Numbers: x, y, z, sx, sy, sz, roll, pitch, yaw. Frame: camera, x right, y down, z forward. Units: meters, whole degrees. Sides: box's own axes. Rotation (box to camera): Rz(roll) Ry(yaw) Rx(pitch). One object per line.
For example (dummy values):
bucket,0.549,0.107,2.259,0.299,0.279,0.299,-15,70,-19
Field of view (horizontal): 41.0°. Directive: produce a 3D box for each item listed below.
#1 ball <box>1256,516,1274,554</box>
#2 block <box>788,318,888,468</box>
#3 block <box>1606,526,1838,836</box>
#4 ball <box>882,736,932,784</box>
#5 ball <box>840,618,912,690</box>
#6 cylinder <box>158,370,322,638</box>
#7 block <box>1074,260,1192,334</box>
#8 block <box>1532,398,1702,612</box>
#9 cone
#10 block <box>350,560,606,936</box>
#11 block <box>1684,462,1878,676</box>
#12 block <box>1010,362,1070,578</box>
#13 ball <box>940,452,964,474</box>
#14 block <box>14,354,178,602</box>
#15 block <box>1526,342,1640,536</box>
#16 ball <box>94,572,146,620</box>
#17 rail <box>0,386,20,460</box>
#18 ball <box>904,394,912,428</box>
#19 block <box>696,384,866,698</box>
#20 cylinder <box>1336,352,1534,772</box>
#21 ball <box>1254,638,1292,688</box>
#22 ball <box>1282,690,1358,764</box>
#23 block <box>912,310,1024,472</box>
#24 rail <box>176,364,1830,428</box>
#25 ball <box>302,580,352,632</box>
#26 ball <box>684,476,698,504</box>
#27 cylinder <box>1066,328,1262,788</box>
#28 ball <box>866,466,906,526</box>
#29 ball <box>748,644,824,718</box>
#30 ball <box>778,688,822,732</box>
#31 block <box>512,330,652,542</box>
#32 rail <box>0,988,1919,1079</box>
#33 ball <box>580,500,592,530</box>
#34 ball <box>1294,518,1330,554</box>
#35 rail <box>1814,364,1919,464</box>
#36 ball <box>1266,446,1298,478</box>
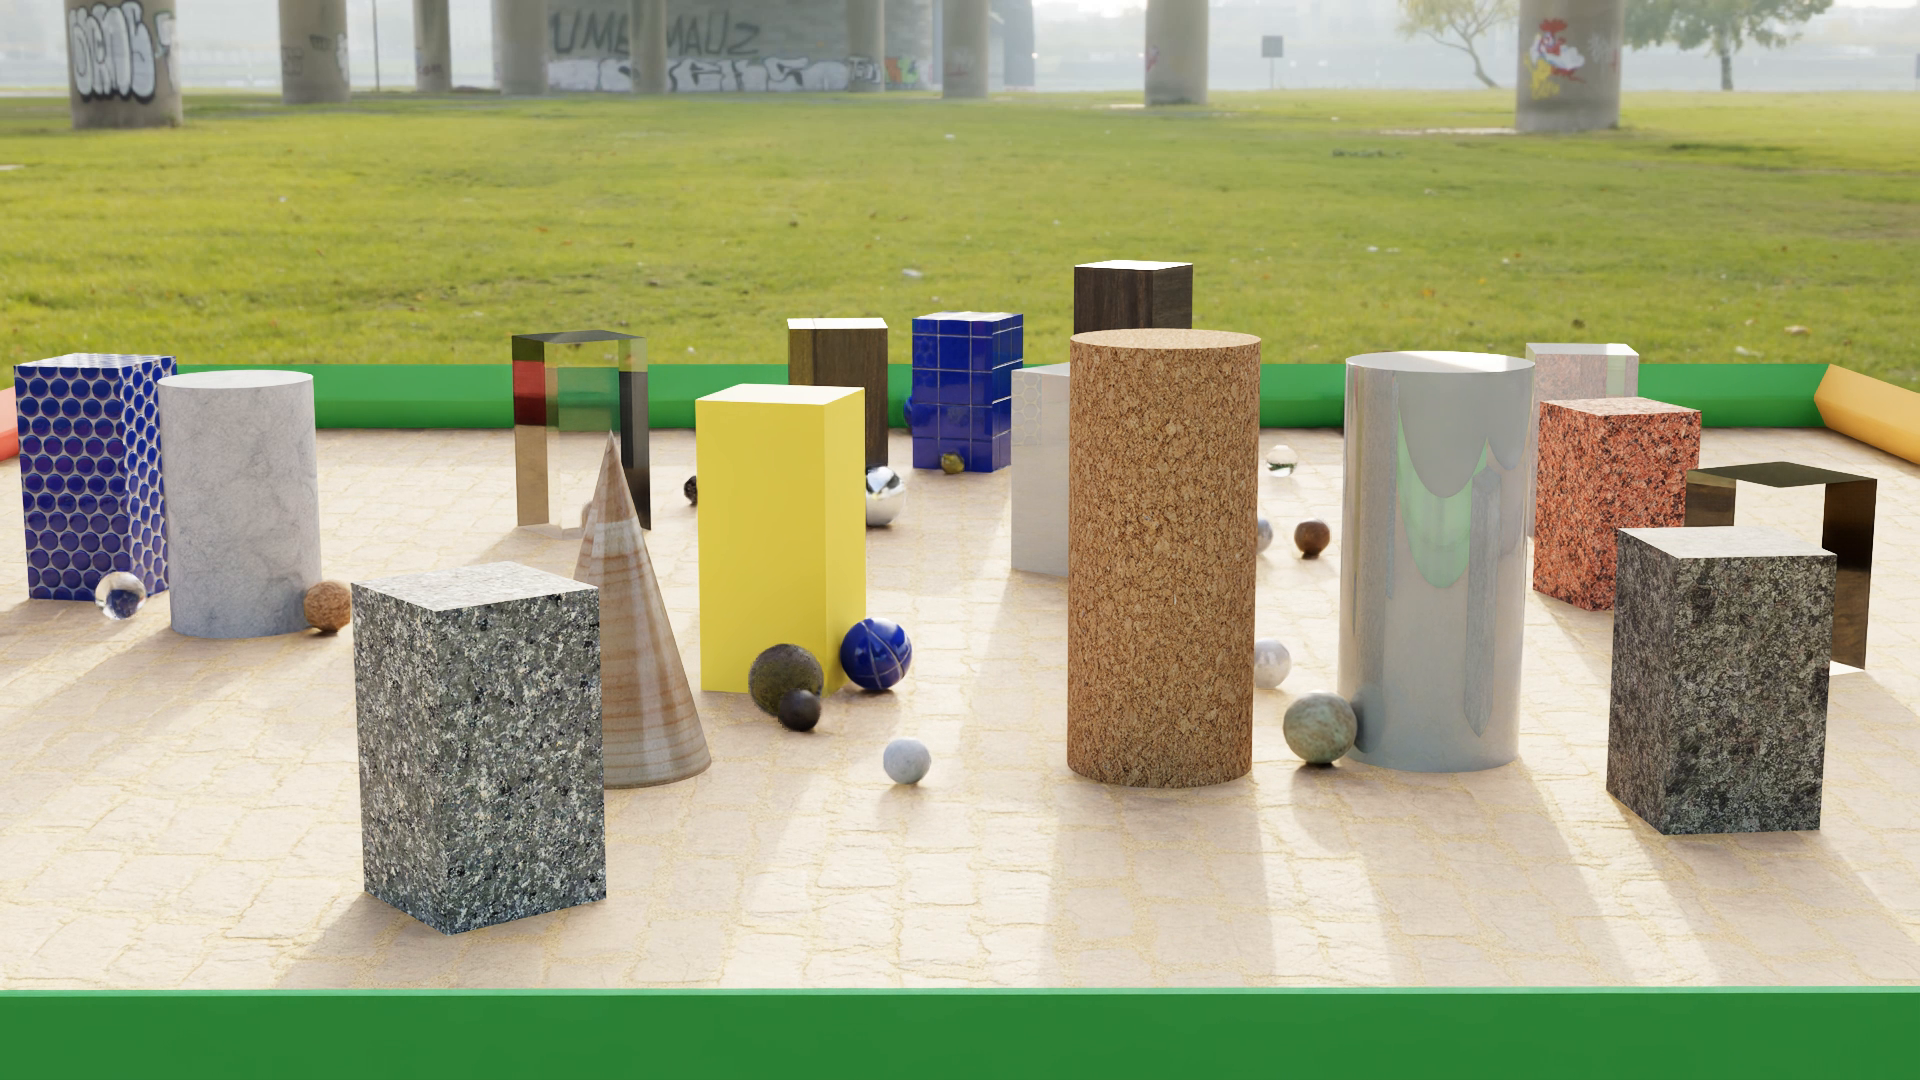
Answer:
ball,0.441,-0.007,3.852,0.060,0.060,0.060,0,11,0
block,-0.200,-0.198,4.188,0.156,0.312,0.156,-1,11,-5
block,0.742,0.134,2.515,0.156,0.270,0.156,-1,11,-6
ball,-0.054,0.226,2.626,0.049,0.049,0.049,0,11,0
ball,-0.098,0.134,3.021,0.086,0.086,0.086,0,11,0
cylinder,-0.941,-0.050,3.361,0.195,0.324,0.195,0,11,0
block,0.309,-0.304,4.589,0.156,0.375,0.156,6,12,31
block,0.901,-0.052,3.529,0.156,0.266,0.156,-3,11,-16
cone,-0.359,0.060,2.673,0.195,0.357,0.195,0,11,0
block,-0.422,0.177,2.254,0.156,0.281,0.156,-8,13,-38
block,0.996,0.036,3.135,0.156,0.236,0.156,-5,12,-26
block,0.185,-0.104,3.739,0.156,0.291,0.156,9,14,40
ball,-0.014,-0.139,4.610,0.042,0.042,0.042,0,11,0
block,-1.193,-0.089,3.573,0.156,0.323,0.156,2,11,12
block,0.975,-0.159,4.050,0.156,0.286,0.156,1,11,7
ball,-1.115,0.073,3.407,0.064,0.064,0.064,0,11,0
rail,-1.752,0.034,3.439,0.045,0.127,3.568,0,11,0
ball,-0.070,-0.256,5.122,0.086,0.086,0.086,0,11,0
block,-0.210,-0.003,3.048,0.156,0.344,0.156,3,11,15
cylinder,0.503,0.019,2.728,0.195,0.419,0.195,0,11,0
ball,0.361,0.145,3.029,0.061,0.061,0.061,0,11,0
ball,0.379,0.197,2.703,0.078,0.078,0.078,0,11,0
block,0.015,-0.274,4.705,0.156,0.273,0.156,4,11,21
rail,-0.010,-0.288,5.180,3.552,0.127,0.045,0,11,0
ball,-0.820,0.086,3.333,0.066,0.066,0.066,0,11,0
ball,-0.441,-0.084,4.304,0.047,0.047,0.047,0,11,0
cylinder,0.210,0.014,2.668,0.195,0.449,0.195,0,11,0
ball,-0.134,-0.070,4.088,0.098,0.098,0.098,0,11,0
ball,-0.196,0.158,2.893,0.084,0.084,0.084,0,11,0
ball,-0.177,0.188,2.835,0.047,0.047,0.047,0,11,0
block,-0.597,-0.168,4.048,0.156,0.306,0.156,-7,13,-35
rail,0.010,0.354,1.718,3.552,0.127,0.045,0,11,0
ball,-0.551,-0.033,3.966,0.069,0.069,0.069,0,11,0
ball,0.529,-0.005,3.854,0.055,0.055,0.055,0,11,0
rail,1.752,0.031,3.459,0.045,0.127,3.568,0,11,0
ball,0.575,-0.141,4.581,0.057,0.057,0.057,0,11,0
